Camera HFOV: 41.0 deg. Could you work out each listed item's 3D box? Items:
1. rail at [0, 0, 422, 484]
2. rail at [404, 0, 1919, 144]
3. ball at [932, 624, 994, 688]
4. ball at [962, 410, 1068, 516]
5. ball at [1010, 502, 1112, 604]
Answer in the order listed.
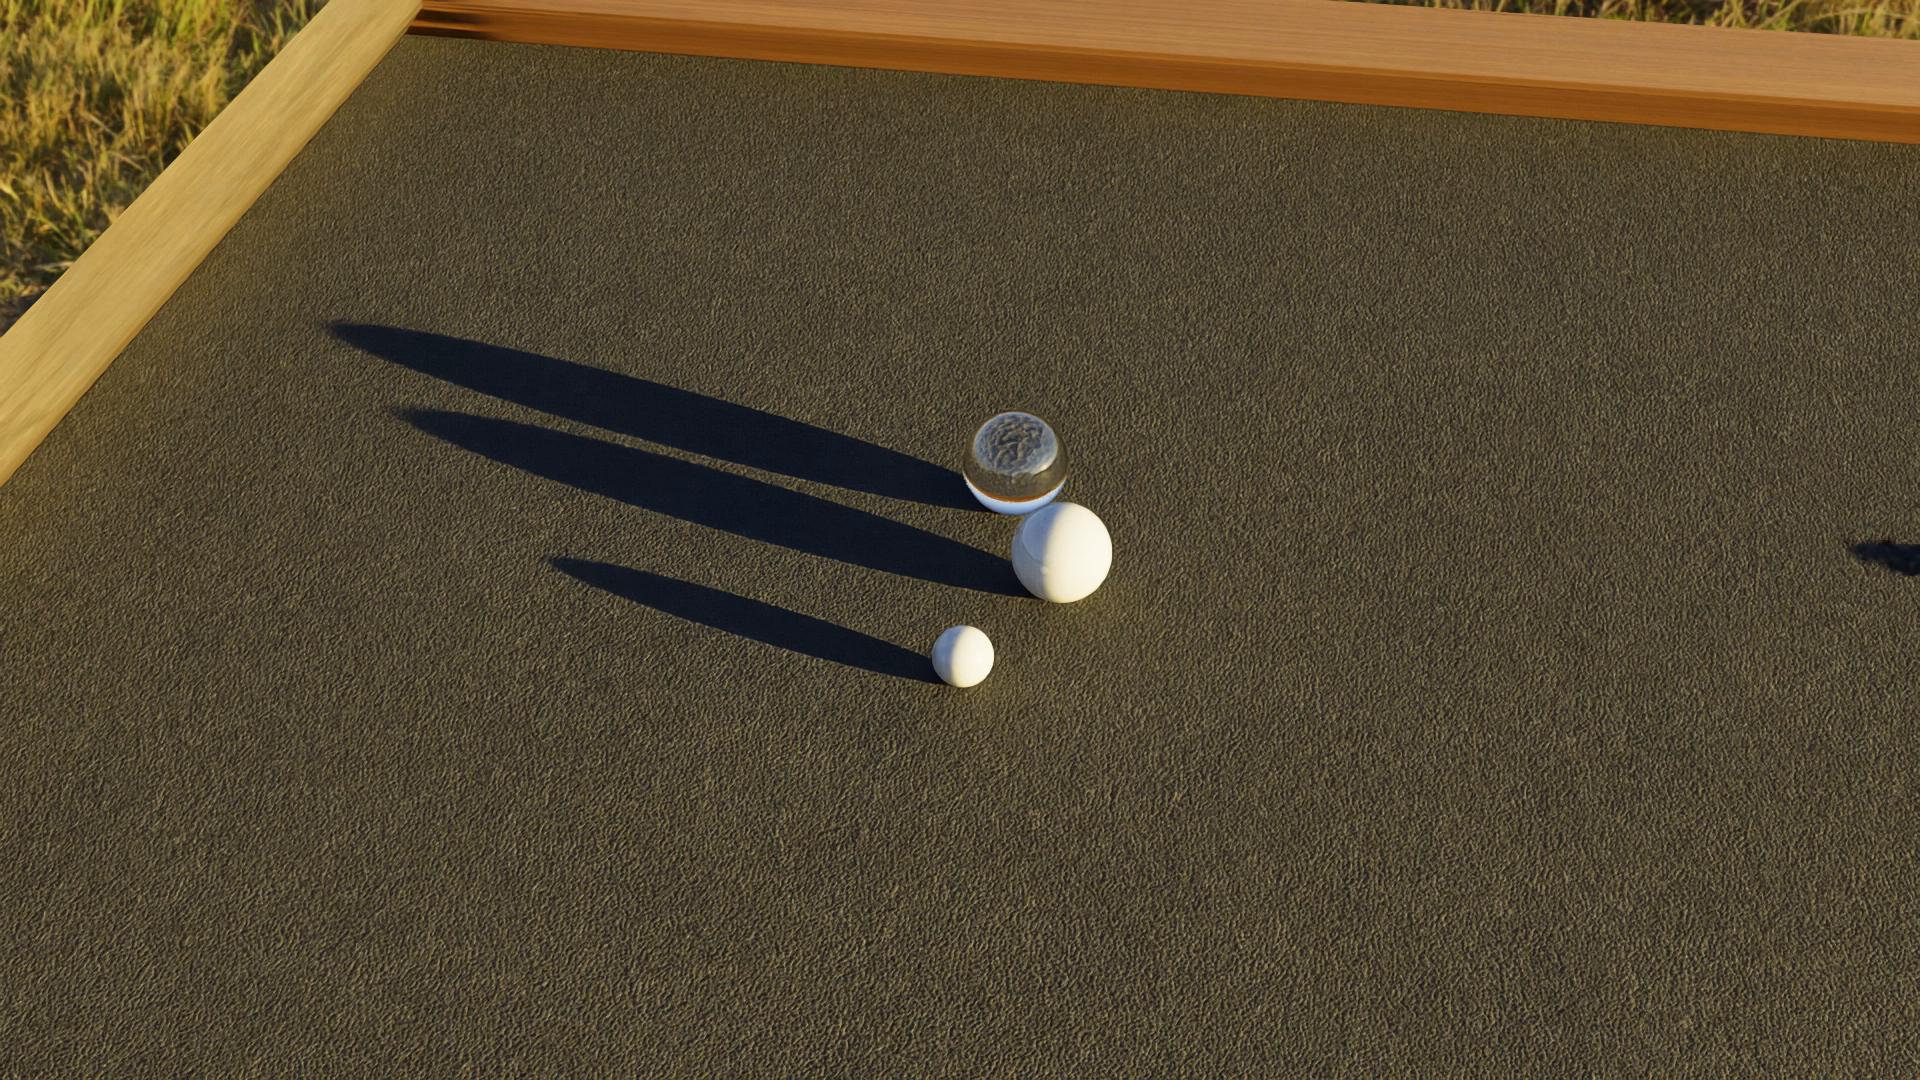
[{"bbox_3d":[-0.766,-0.094,2.083,0.045,0.111,1.876,6,35,8],"label":"rail"},{"bbox_3d":[0.948,-0.446,2.600,3.205,0.111,0.045,6,35,8],"label":"rail"},{"bbox_3d":[0.002,0.085,1.879,0.046,0.046,0.046,0,34,0],"label":"ball"},{"bbox_3d":[0.045,-0.062,2.060,0.086,0.086,0.086,0,34,0],"label":"ball"},{"bbox_3d":[0.078,0.009,1.962,0.078,0.078,0.078,0,34,0],"label":"ball"}]
